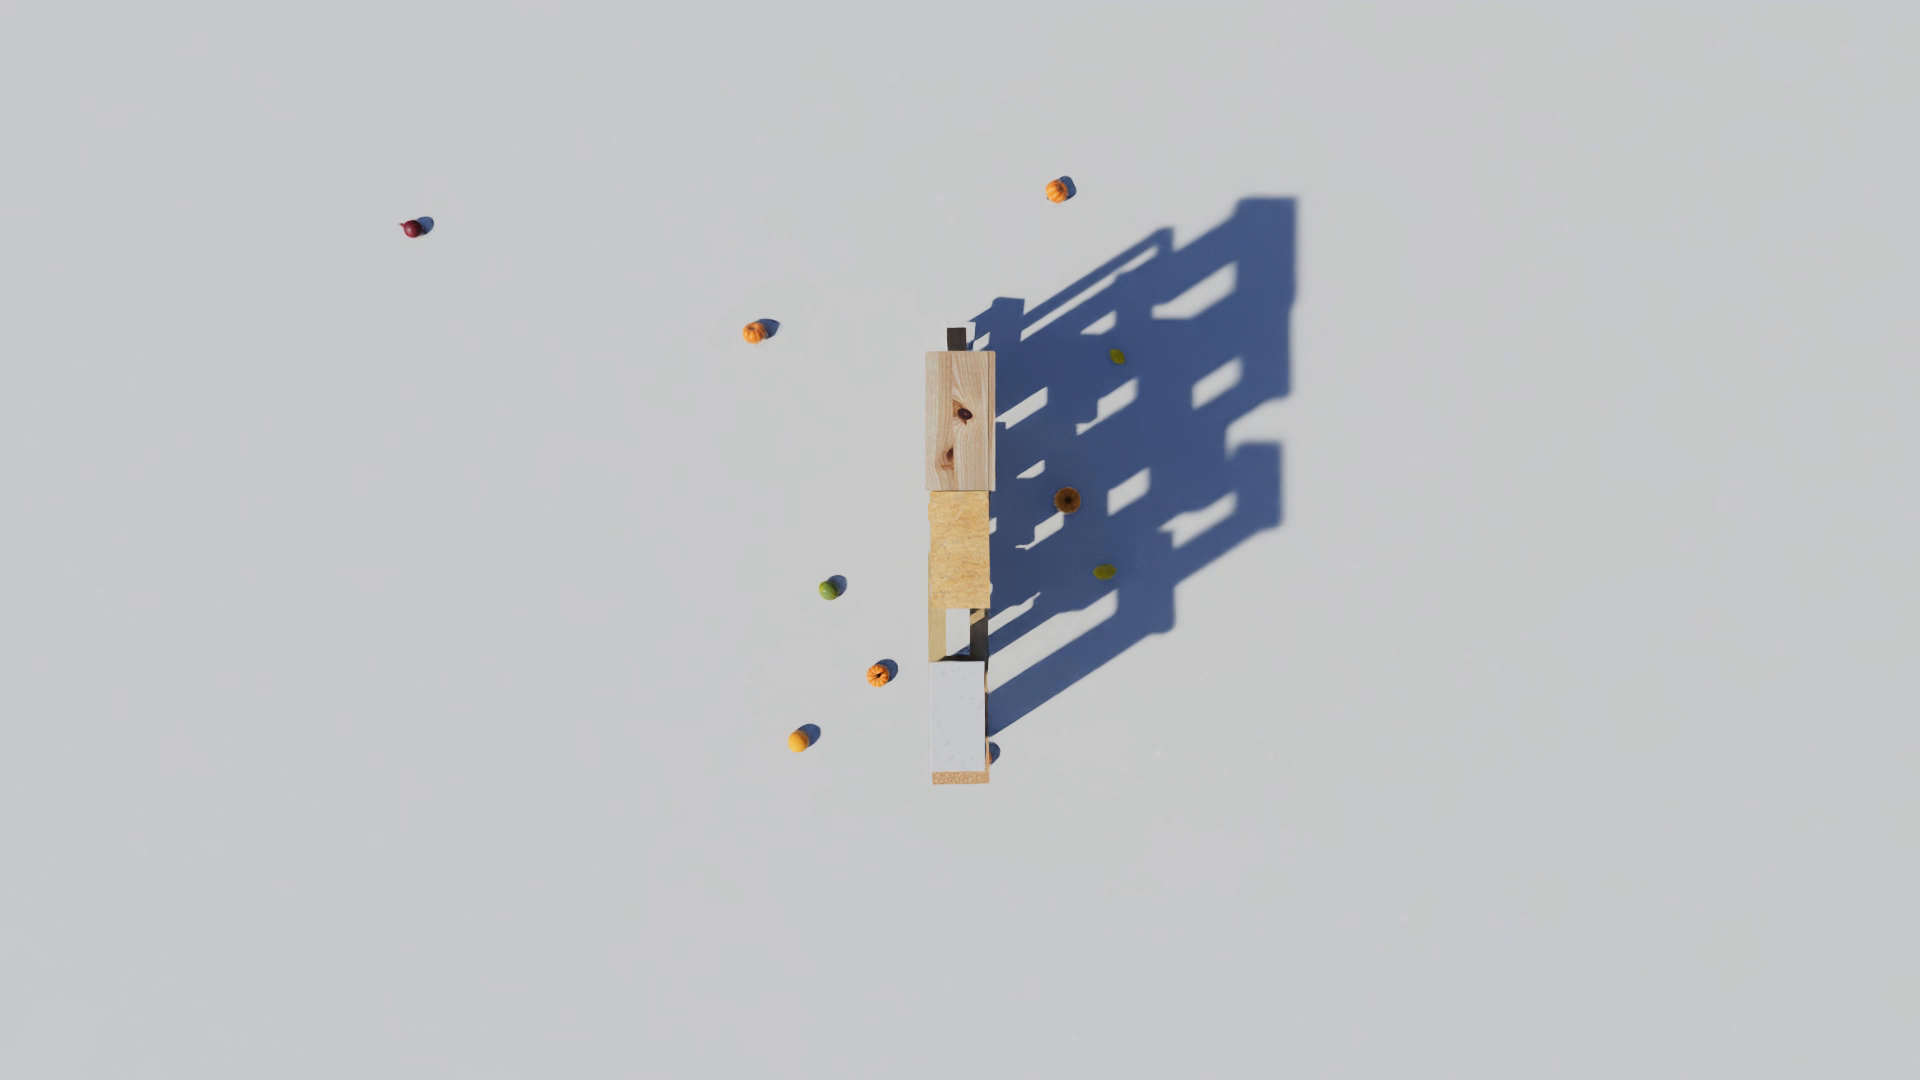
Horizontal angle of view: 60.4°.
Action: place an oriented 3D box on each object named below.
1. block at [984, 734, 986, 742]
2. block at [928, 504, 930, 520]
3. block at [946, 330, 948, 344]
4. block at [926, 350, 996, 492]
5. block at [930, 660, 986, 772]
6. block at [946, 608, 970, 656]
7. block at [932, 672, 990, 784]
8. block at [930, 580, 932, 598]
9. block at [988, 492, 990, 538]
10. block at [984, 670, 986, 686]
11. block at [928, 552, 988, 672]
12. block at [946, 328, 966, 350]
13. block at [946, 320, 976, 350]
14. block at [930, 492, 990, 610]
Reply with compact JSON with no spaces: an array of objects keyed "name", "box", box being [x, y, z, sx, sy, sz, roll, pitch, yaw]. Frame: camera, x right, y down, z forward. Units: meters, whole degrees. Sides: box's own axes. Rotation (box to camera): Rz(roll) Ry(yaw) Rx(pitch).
[{"name":"block","box":[-0.003,0.550,4.518,0.142,0.420,0.040,1,90,0]},{"name":"block","box":[-0.008,-0.077,4.471,0.151,0.362,0.043,-2,90,0]},{"name":"block","box":[-0.010,-0.584,4.984,0.054,0.628,0.015,4,90,0]},{"name":"block","box":[0.001,-0.307,4.268,0.180,0.051,0.359,0,90,0]},{"name":"block","box":[-0.007,0.457,4.288,0.142,0.040,0.284,0,90,0]},{"name":"block","box":[-0.005,0.247,4.455,0.064,0.018,0.128,0,90,0]},{"name":"block","box":[-0.001,0.536,4.752,0.164,0.047,0.329,-1,90,0]},{"name":"block","box":[-0.001,0.128,4.441,0.151,0.302,0.043,0,90,0]},{"name":"block","box":[0.002,-0.135,4.675,0.164,0.046,0.328,0,90,0]},{"name":"block","box":[-0.005,0.363,4.450,0.142,0.284,0.040,-1,90,0]},{"name":"block","box":[-0.005,0.200,4.615,0.167,0.047,0.334,0,90,0]},{"name":"block","box":[-0.008,-0.546,4.662,0.054,0.015,0.109,-2,90,0]},{"name":"block","box":[-0.002,-0.614,5.310,0.089,0.025,0.177,6,90,0]},{"name":"block","box":[0.000,0.026,4.269,0.151,0.043,0.301,-1,90,0]}]
